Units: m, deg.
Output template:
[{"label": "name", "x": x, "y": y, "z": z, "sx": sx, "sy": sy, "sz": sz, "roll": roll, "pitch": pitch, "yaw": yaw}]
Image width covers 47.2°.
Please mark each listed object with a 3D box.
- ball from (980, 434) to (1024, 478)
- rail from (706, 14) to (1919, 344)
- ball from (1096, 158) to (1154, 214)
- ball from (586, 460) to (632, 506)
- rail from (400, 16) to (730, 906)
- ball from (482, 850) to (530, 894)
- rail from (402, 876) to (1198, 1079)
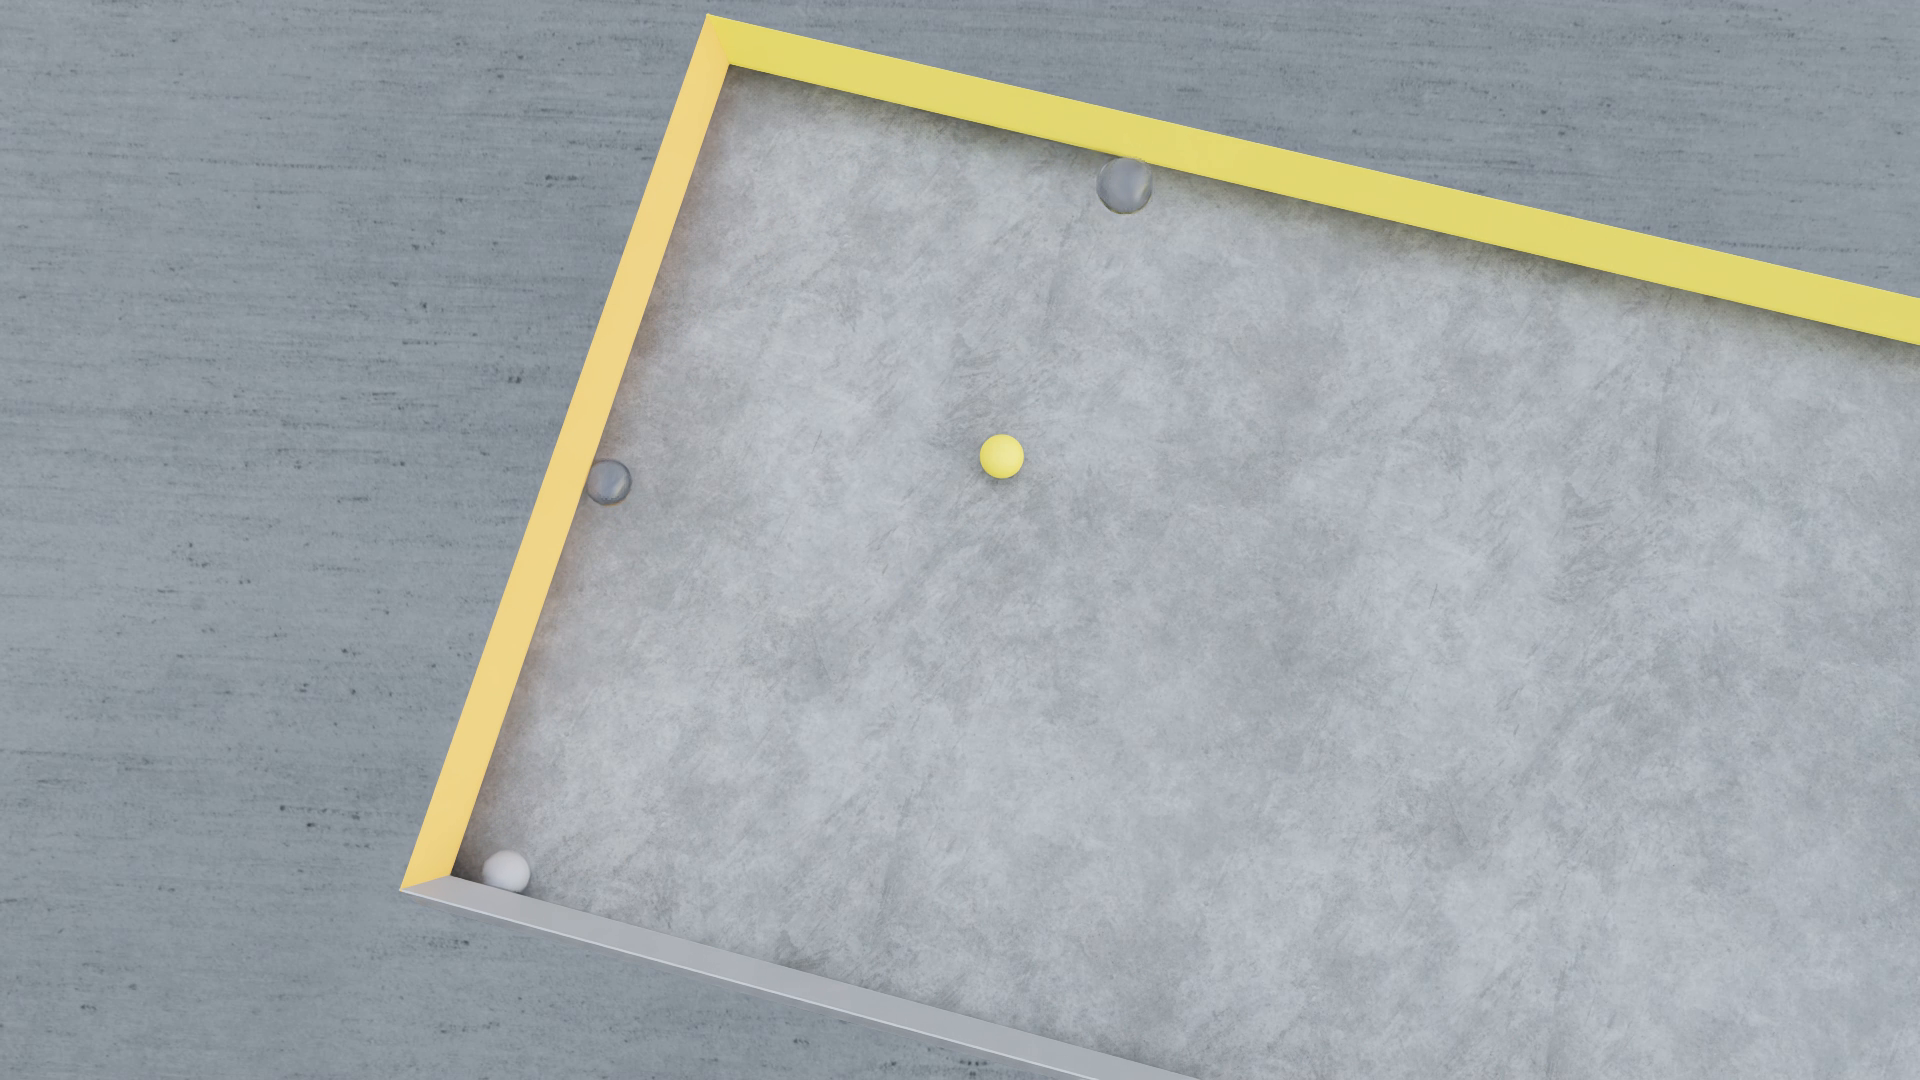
[{"label": "ball", "x": 0.066, "y": -0.132, "z": 3.464, "sx": 0.070, "sy": 0.070, "sz": 0.070, "roll": 0, "pitch": 71, "yaw": 0}, {"label": "rail", "x": 0.799, "y": -0.518, "z": 3.568, "sx": 2.529, "sy": 0.121, "sz": 0.045, "roll": 14, "pitch": 72, "yaw": 5}, {"label": "ball", "x": 0.271, "y": -0.580, "z": 3.606, "sx": 0.093, "sy": 0.093, "sz": 0.093, "roll": 0, "pitch": 71, "yaw": 0}, {"label": "ball", "x": -0.550, "y": -0.090, "z": 3.448, "sx": 0.074, "sy": 0.074, "sz": 0.074, "roll": 0, "pitch": 71, "yaw": 0}, {"label": "rail", "x": -0.588, "y": -0.157, "z": 3.445, "sx": 0.045, "sy": 0.121, "sz": 1.501, "roll": 14, "pitch": 72, "yaw": 5}, {"label": "ball", "x": -0.671, "y": 0.493, "z": 3.249, "sx": 0.070, "sy": 0.070, "sz": 0.070, "roll": 0, "pitch": 71, "yaw": 0}, {"label": "rail", "x": 0.423, "y": 0.810, "z": 3.113, "sx": 2.529, "sy": 0.121, "sz": 0.045, "roll": 14, "pitch": 72, "yaw": 5}]
